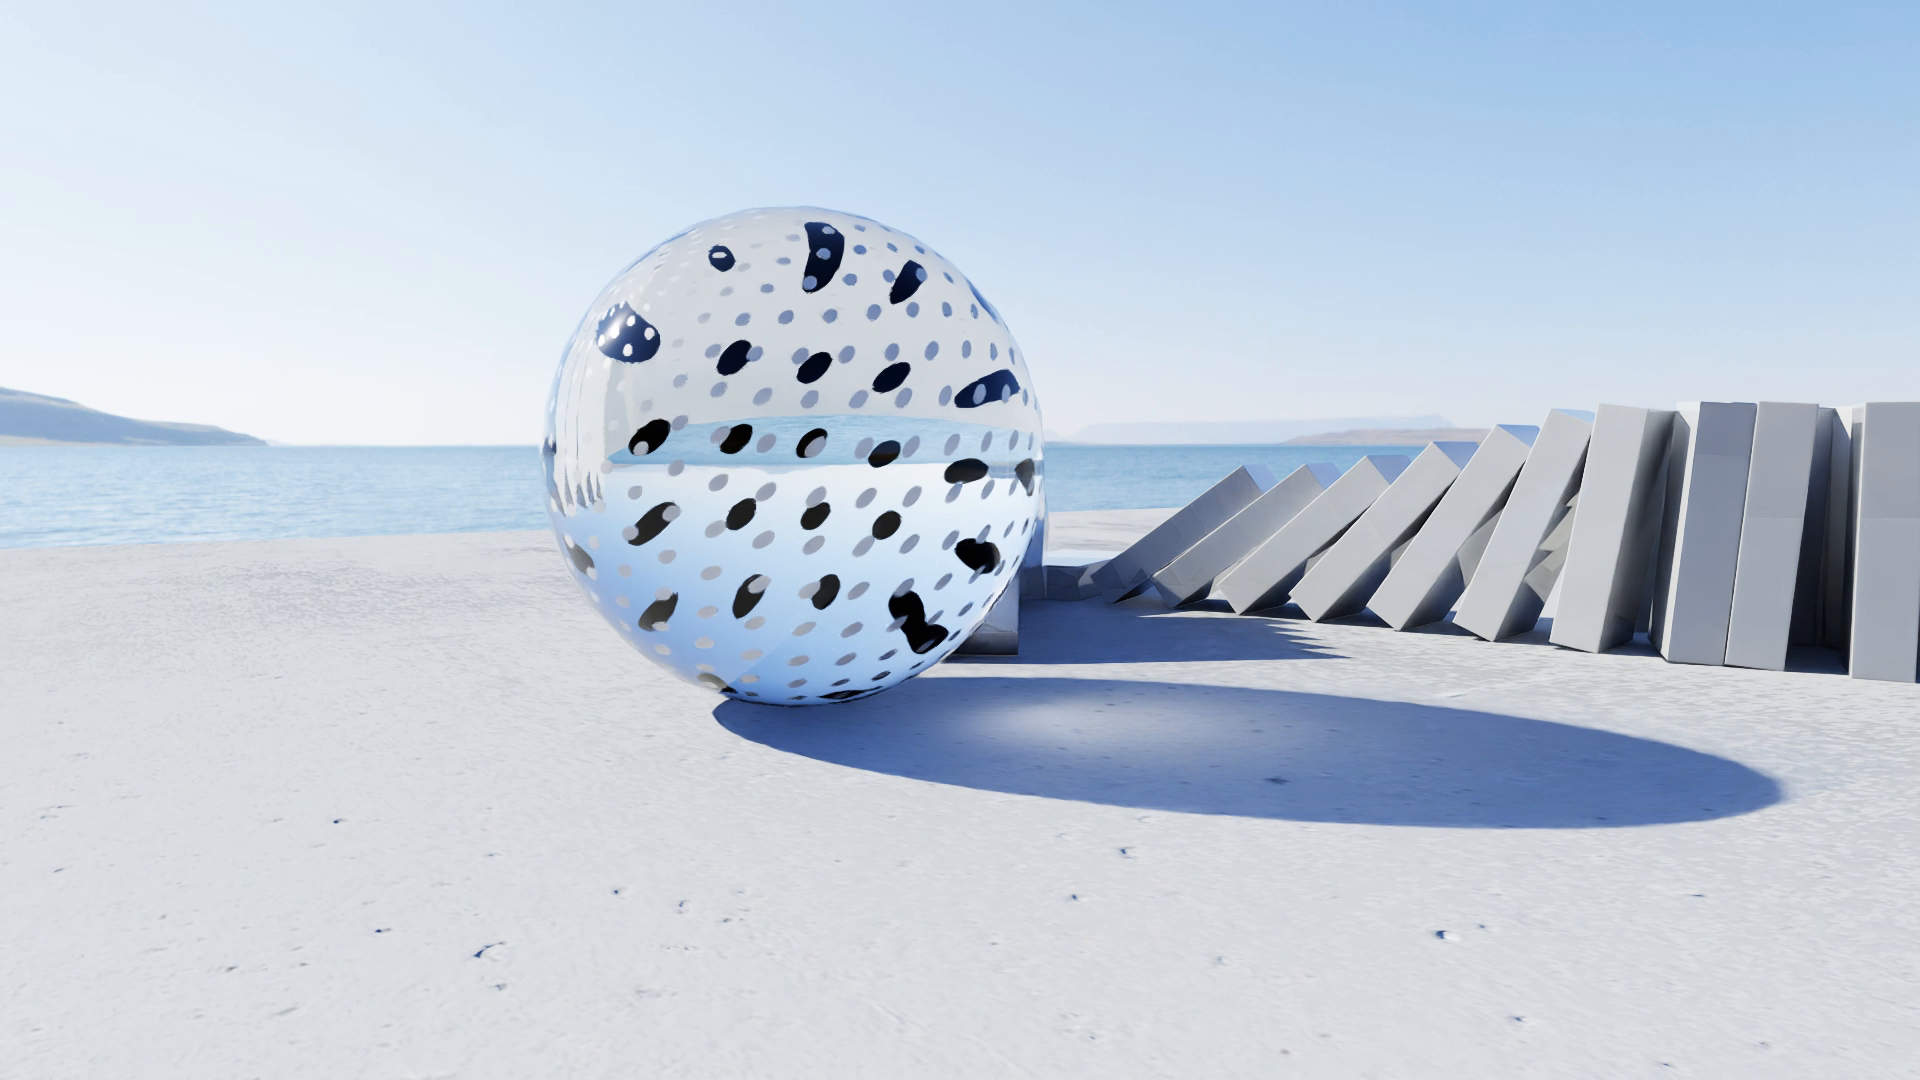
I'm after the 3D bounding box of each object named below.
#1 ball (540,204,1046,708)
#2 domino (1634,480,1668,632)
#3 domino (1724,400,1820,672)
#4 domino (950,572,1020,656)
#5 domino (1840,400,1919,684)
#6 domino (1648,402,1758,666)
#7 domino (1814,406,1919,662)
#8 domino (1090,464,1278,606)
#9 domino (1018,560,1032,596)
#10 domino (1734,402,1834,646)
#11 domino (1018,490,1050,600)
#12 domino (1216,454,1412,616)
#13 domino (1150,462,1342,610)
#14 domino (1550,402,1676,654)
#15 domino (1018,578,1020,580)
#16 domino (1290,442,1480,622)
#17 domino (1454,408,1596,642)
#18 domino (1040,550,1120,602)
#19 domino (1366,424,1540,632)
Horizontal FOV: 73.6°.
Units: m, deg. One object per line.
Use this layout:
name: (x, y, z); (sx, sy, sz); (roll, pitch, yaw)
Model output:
ball: (-0.026, -0.013, 0.208); (0.080, 0.080, 0.080); (0, 4, 0)
domino: (0.166, -0.004, 0.290); (0.025, 0.050, 0.009); (1, 4, 12)
domino: (0.158, -0.001, 0.250); (0.009, 0.050, 0.025); (7, 7, 30)
domino: (0.000, 0.000, 0.269); (0.025, 0.050, 0.010); (0, -34, 3)
domino: (0.172, 0.000, 0.239); (0.009, 0.050, 0.025); (3, 5, 30)
domino: (0.147, -0.002, 0.256); (0.009, 0.050, 0.025); (6, 8, 20)
domino: (0.185, -0.002, 0.262); (0.010, 0.050, 0.025); (2, 5, 9)
domino: (0.060, -0.002, 0.340); (0.050, 0.009, 0.025); (-38, -13, 23)
domino: (0.002, -0.003, 0.337); (0.025, 0.009, 0.050); (-12, 39, 0)
domino: (0.168, -0.003, 0.271); (0.025, 0.050, 0.009); (2, 4, -12)
domino: (0.011, 0.002, 0.355); (0.025, 0.009, 0.050); (-5, 24, 7)
domino: (0.089, -0.001, 0.316); (0.025, 0.009, 0.050); (-5, -34, -50)
domino: (0.075, -0.001, 0.330); (0.050, 0.010, 0.025); (-40, -16, 27)
domino: (0.137, -0.003, 0.268); (0.010, 0.050, 0.025); (16, 14, 41)
domino: (0.002, -0.004, 0.317); (0.025, 0.050, 0.009); (0, -34, 5)
domino: (0.103, -0.002, 0.303); (0.025, 0.050, 0.009); (-5, 49, -47)
domino: (0.127, -0.003, 0.279); (0.009, 0.050, 0.025); (32, 24, 36)
domino: (0.032, 0.010, 0.374); (0.025, 0.009, 0.050); (2, 5, 27)
domino: (0.115, -0.003, 0.291); (0.025, 0.050, 0.009); (-5, 40, -48)
